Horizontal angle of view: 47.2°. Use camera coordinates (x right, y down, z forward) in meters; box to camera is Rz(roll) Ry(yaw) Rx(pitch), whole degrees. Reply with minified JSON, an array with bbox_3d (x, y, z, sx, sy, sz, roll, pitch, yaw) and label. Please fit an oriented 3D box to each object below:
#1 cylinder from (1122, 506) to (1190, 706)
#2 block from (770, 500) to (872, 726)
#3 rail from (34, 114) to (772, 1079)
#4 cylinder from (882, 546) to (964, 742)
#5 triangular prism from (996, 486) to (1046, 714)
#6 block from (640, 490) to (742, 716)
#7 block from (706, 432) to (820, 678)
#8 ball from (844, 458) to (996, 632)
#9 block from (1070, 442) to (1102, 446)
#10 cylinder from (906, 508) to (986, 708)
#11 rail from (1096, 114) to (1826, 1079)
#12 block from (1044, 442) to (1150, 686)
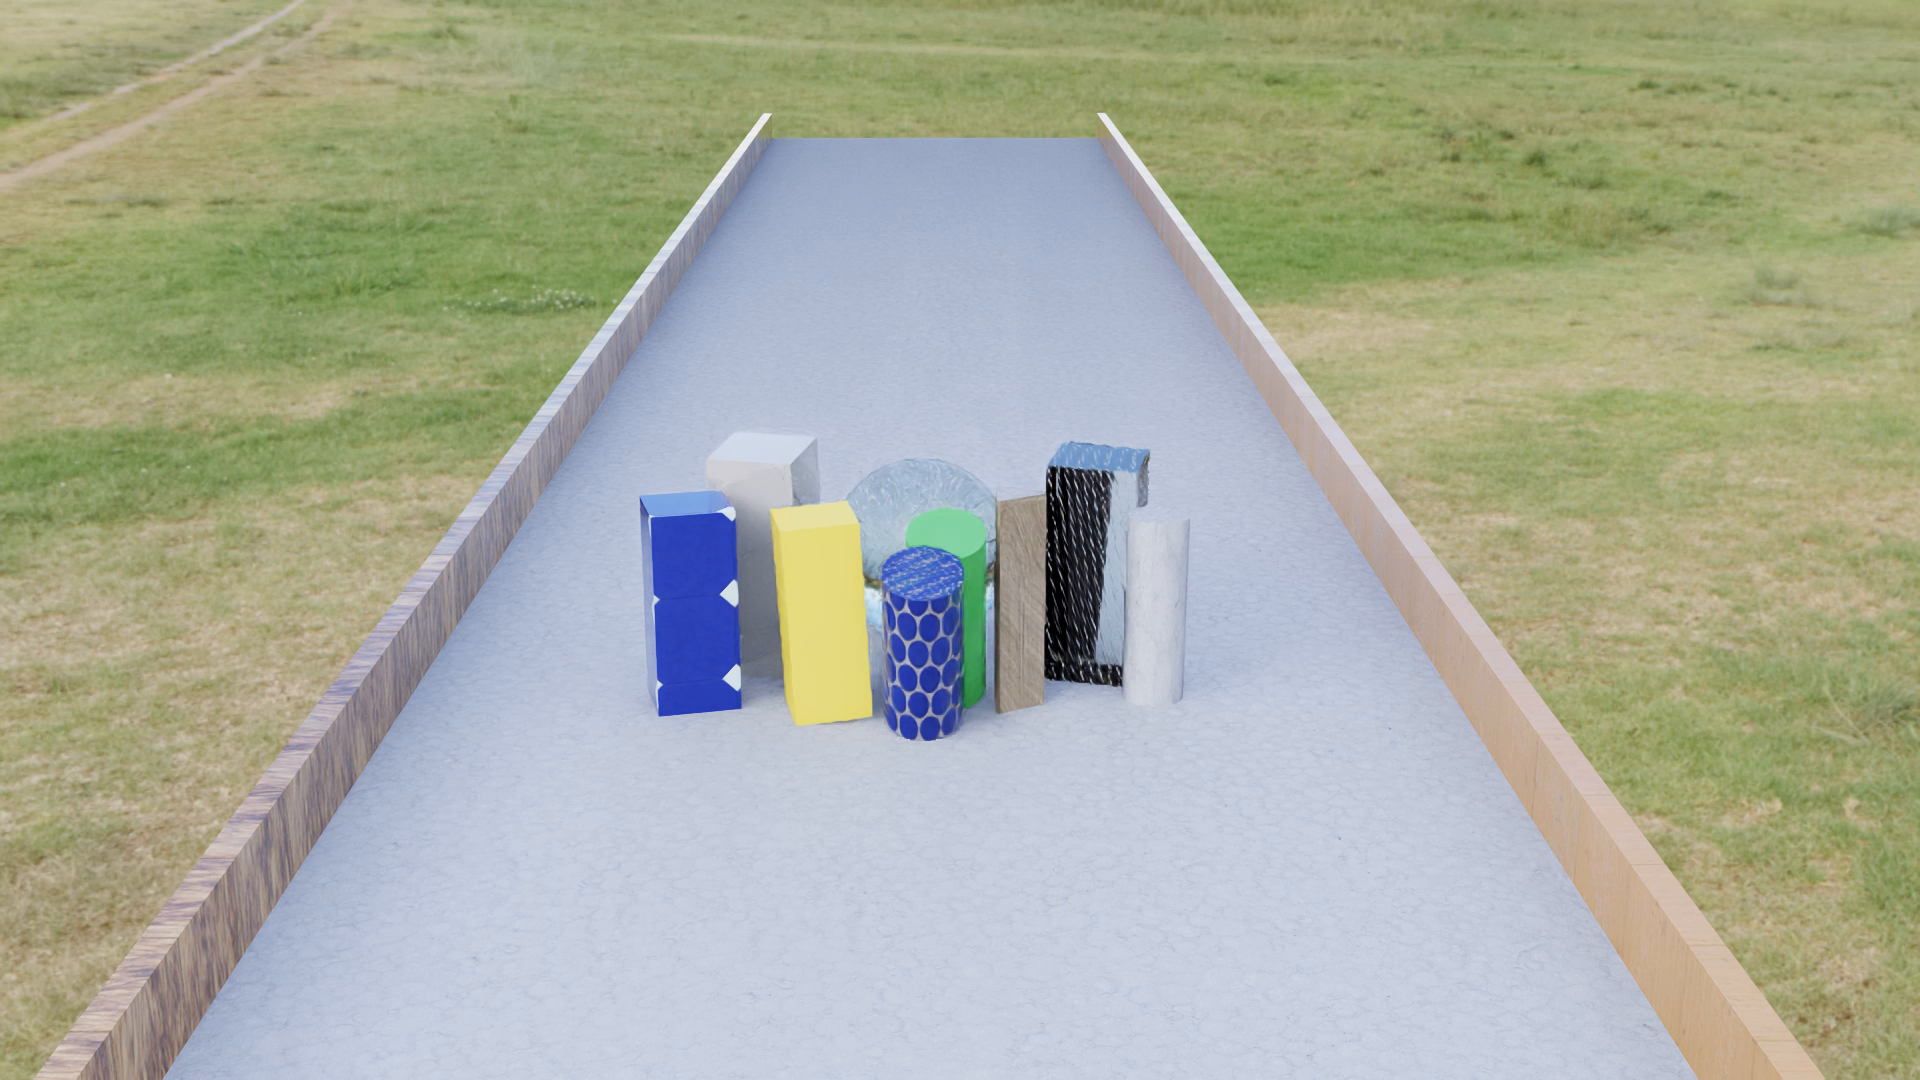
[{"bbox_3d":[0.370,0.126,4.167,0.117,0.361,0.117,0,17,0],"label":"cylinder"},{"bbox_3d":[-0.257,0.136,4.087,0.144,0.379,0.144,-7,18,-10],"label":"block"},{"bbox_3d":[-1.118,-0.838,7.780,0.050,0.150,12.000,0,17,-1],"label":"rail"},{"bbox_3d":[-0.065,0.188,3.937,0.145,0.345,0.145,0,41,0],"label":"cylinder"},{"bbox_3d":[0.092,0.109,4.133,0.105,0.415,0.091,-10,19,-29],"label":"triangular prism"},{"bbox_3d":[-0.509,0.118,4.151,0.157,0.388,0.157,-4,17,-15],"label":"block"},{"bbox_3d":[-0.376,0.030,4.320,0.169,0.447,0.169,4,22,13],"label":"block"},{"bbox_3d":[-0.076,0.019,4.299,0.358,0.358,0.358,0,17,0],"label":"ball"},{"bbox_3d":[0.252,0.011,4.456,0.100,0.403,0.100,7,24,7],"label":"block"},{"bbox_3d":[-0.023,0.132,4.071,0.146,0.377,0.146,0,41,0],"label":"cylinder"},{"bbox_3d":[0.932,-0.844,7.801,0.050,0.150,12.000,0,17,-1],"label":"rail"},{"bbox_3d":[0.264,0.047,4.295,0.172,0.433,0.172,5,18,12],"label":"block"}]
